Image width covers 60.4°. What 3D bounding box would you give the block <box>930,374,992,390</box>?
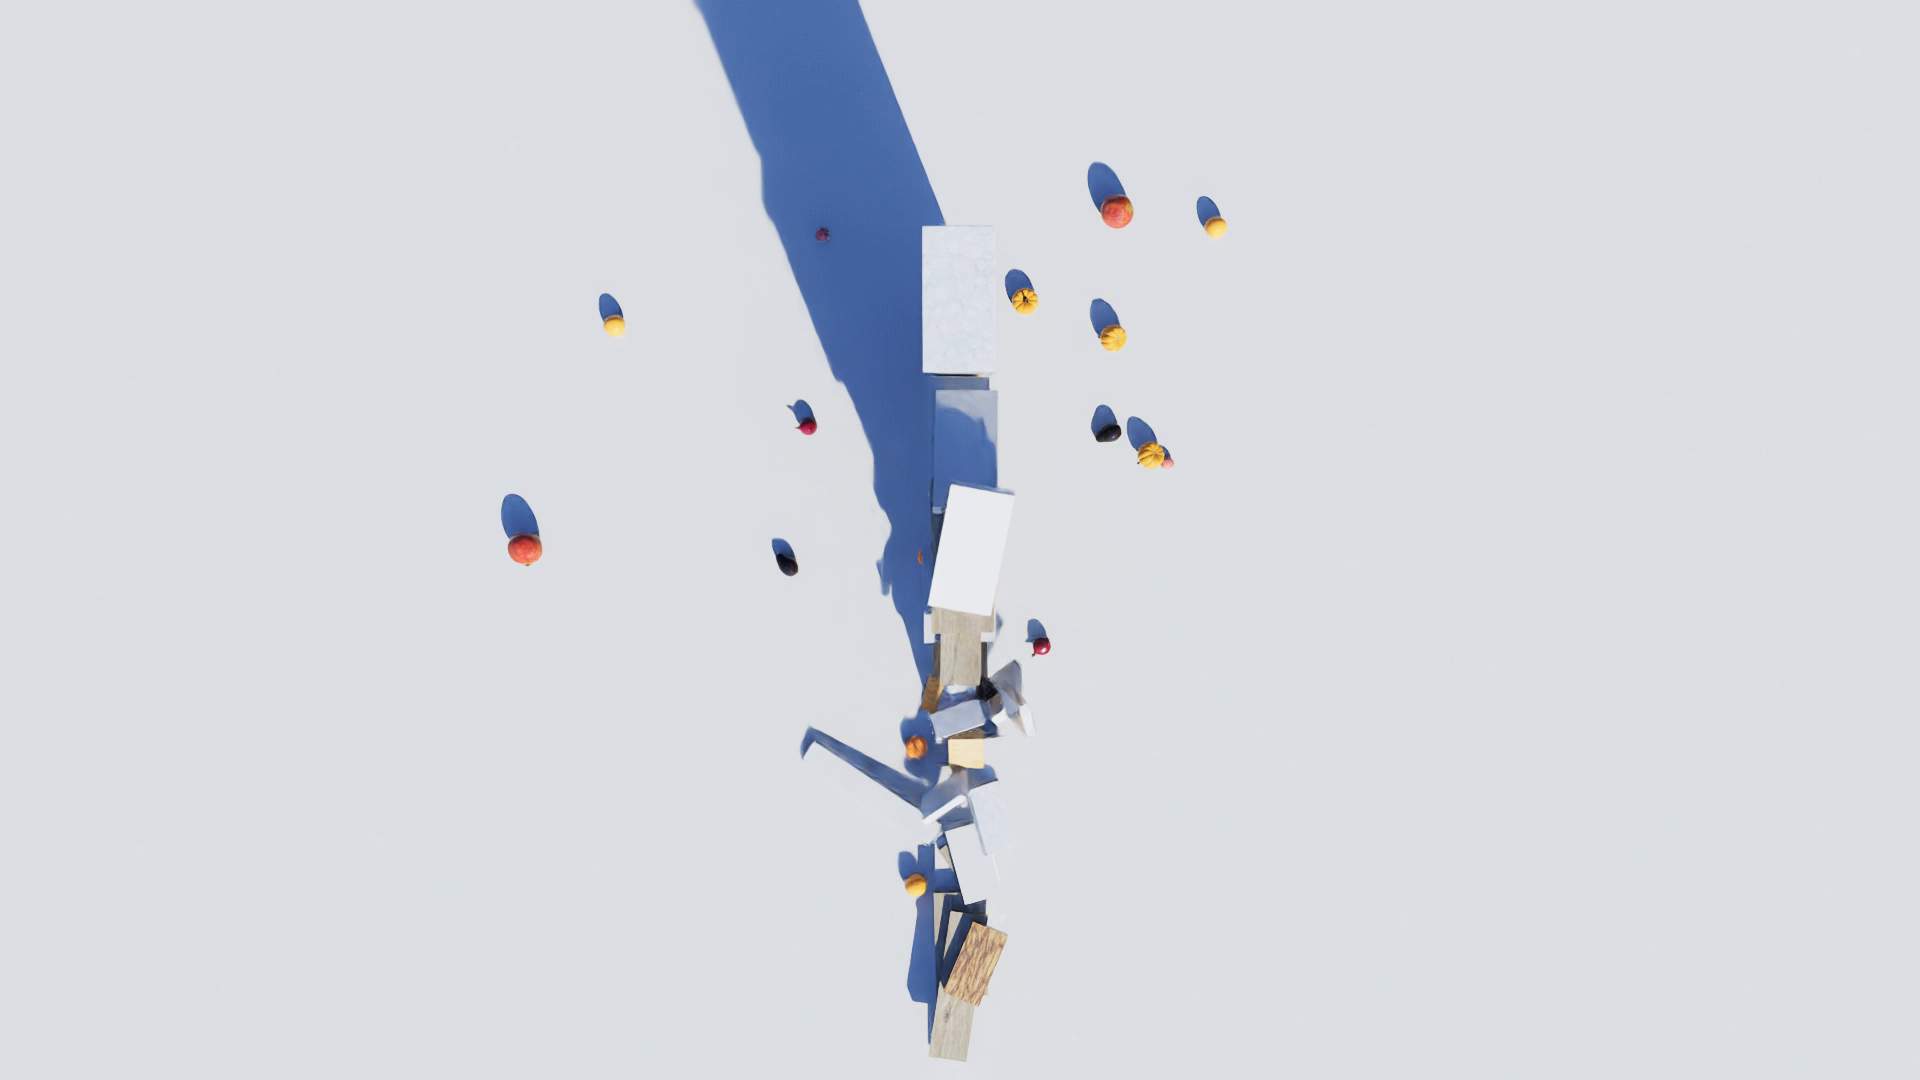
[{"bbox_3d":[0.004,-0.409,4.724,0.174,0.049,0.348,0,90,0],"label":"block"}]

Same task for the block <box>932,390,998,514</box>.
[{"bbox_3d":[0.014,-0.215,4.008,0.153,0.043,0.306,1,71,0],"label":"block"}]

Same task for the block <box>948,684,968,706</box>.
[{"bbox_3d":[-0.001,0.511,5.218,0.057,0.016,0.113,-12,90,0],"label":"block"}]

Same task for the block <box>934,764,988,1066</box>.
[{"bbox_3d":[0.003,1.244,5.476,0.170,0.048,0.995,0,90,0],"label":"block"}]

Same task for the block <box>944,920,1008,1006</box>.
[{"bbox_3d":[0.051,1.372,5.351,0.124,0.035,0.248,23,90,0],"label":"block"}]

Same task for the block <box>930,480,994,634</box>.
[{"bbox_3d":[0.005,0.039,4.032,0.153,0.043,0.373,-1,91,0],"label":"block"}]

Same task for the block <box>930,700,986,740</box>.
[{"bbox_3d":[-0.007,0.564,5.185,0.161,0.023,0.081,-18,74,-3],"label":"block"}]

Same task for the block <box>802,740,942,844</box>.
[{"bbox_3d":[-0.292,0.835,5.461,0.505,0.023,0.081,33,98,5],"label":"block"}]

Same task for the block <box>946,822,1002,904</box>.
[{"bbox_3d":[0.044,1.052,5.386,0.124,0.035,0.248,-15,90,0],"label":"block"}]

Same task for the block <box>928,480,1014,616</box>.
[{"bbox_3d":[0.026,0.021,3.945,0.153,0.043,0.306,10,106,-2],"label":"block"}]

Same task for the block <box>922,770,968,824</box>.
[{"bbox_3d":[-0.052,0.838,5.378,0.028,0.099,0.197,31,127,-29],"label":"block"}]

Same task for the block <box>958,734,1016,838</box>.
[{"bbox_3d":[0.083,0.821,5.428,0.170,0.048,0.339,-6,90,0],"label":"block"}]

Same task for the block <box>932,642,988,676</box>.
[{"bbox_3d":[0.000,0.223,4.521,0.149,0.042,0.299,-1,90,0],"label":"block"}]

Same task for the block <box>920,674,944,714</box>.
[{"bbox_3d":[-0.087,0.491,5.235,0.057,0.016,0.113,30,112,42],"label":"block"}]

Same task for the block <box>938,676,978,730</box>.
[{"bbox_3d":[-0.008,0.489,5.243,0.120,0.034,0.239,-1,90,0],"label":"block"}]

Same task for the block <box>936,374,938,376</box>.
[{"bbox_3d":[-0.001,-0.450,4.575,0.124,0.248,0.035,1,90,0],"label":"block"}]

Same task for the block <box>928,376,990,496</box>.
[{"bbox_3d":[-0.002,-0.256,4.099,0.148,0.042,0.296,0,90,0],"label":"block"}]

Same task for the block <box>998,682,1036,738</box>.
[{"bbox_3d":[0.164,0.489,4.748,0.028,0.197,0.099,-19,107,-11],"label":"block"}]

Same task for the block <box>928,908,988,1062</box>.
[{"bbox_3d":[-0.005,1.454,5.386,0.124,0.035,0.479,9,90,0],"label":"block"}]

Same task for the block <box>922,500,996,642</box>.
[{"bbox_3d":[-0.004,0.076,4.110,0.176,0.050,0.353,-1,90,0],"label":"block"}]

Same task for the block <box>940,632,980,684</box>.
[{"bbox_3d":[0.002,0.257,4.071,0.099,0.028,0.197,0,91,0],"label":"block"}]

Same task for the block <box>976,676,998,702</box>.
[{"bbox_3d":[0.077,0.475,5.346,0.057,0.113,0.016,-34,128,-1],"label":"block"}]

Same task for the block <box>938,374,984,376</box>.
[{"bbox_3d":[0.001,-0.369,4.434,0.124,0.035,0.248,0,90,0],"label":"block"}]

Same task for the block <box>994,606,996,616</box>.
[{"bbox_3d":[0.000,0.192,4.318,0.176,0.365,0.050,-1,90,0],"label":"block"}]

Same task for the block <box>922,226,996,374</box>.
[{"bbox_3d":[-0.002,-0.587,4.036,0.177,0.050,0.355,0,90,0],"label":"block"}]

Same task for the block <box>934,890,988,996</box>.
[{"bbox_3d":[0.003,1.325,5.428,0.170,0.048,0.339,-2,90,0],"label":"block"}]

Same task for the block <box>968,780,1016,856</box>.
[{"bbox_3d":[0.101,0.904,5.367,0.111,0.031,0.221,-16,90,-25],"label":"block"}]

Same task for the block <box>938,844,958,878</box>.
[{"bbox_3d":[0.008,1.065,5.441,0.081,0.023,0.161,-36,90,0],"label":"block"}]

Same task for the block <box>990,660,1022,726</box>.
[{"bbox_3d":[0.147,0.490,5.331,0.111,0.221,0.031,-39,114,22],"label":"block"}]

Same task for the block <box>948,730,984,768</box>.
[{"bbox_3d":[0.019,0.674,5.302,0.111,0.221,0.031,-1,58,0],"label":"block"}]
